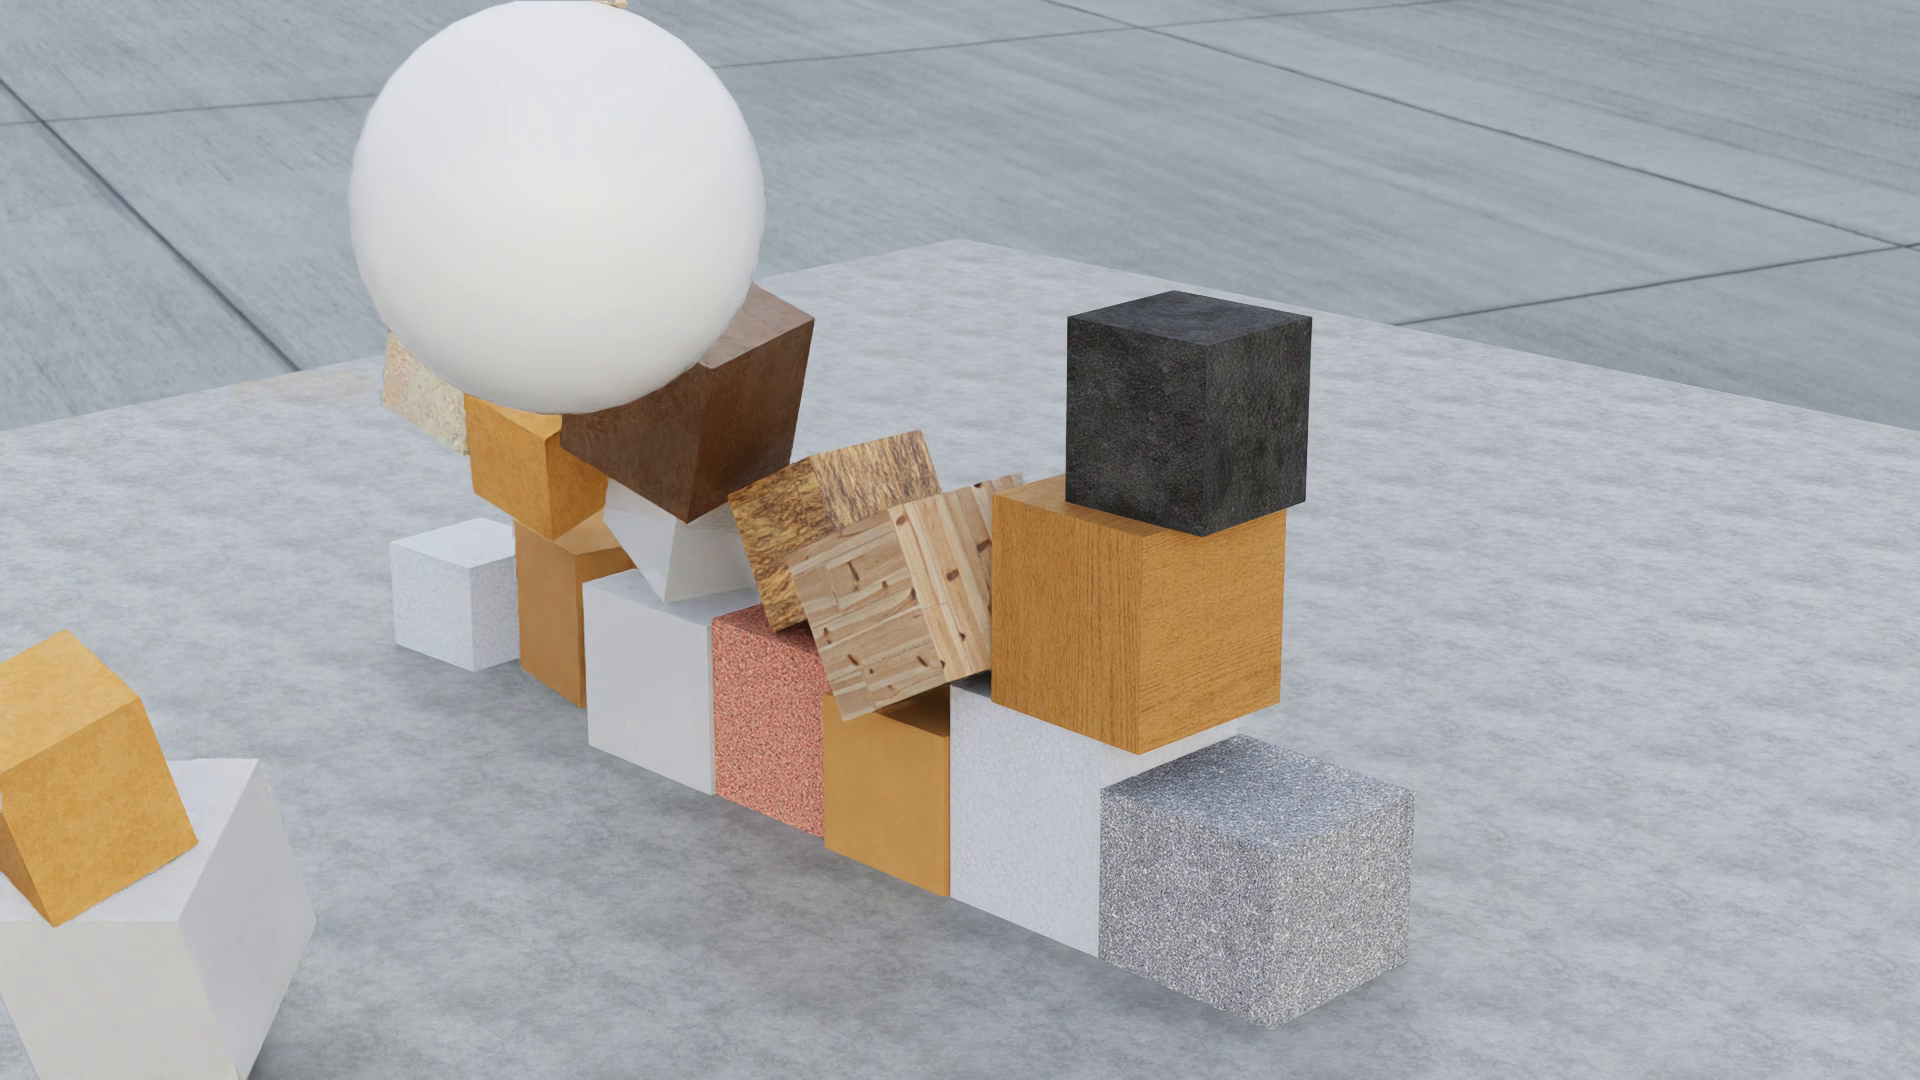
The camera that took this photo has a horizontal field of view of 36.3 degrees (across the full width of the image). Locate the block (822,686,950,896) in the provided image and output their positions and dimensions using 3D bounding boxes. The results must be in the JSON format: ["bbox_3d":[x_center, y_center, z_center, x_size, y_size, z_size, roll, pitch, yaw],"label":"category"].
[{"bbox_3d":[-0.029,1.062,13.681,0.917,0.771,0.794,-17,24,-42],"label":"block"}]

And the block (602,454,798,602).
[{"bbox_3d":[-1.289,-0.224,14.670,0.682,0.679,0.732,-10,40,-30],"label":"block"}]

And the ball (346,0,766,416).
[{"bbox_3d":[-1.550,-1.281,11.315,1.600,1.600,1.600,0,17,0],"label":"ball"}]

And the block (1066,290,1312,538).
[{"bbox_3d":[0.947,-0.541,12.203,0.736,0.795,0.692,16,23,41],"label":"block"}]

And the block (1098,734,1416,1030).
[{"bbox_3d":[1.257,1.430,12.485,0.919,0.785,0.954,-17,24,-42],"label":"block"}]

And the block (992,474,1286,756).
[{"bbox_3d":[0.761,0.253,12.574,0.899,0.943,0.871,-16,24,-41],"label":"block"}]

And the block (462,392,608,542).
[{"bbox_3d":[-2.035,-0.528,14.815,0.578,0.649,0.677,29,48,28],"label":"block"}]

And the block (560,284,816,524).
[{"bbox_3d":[-1.314,-0.754,14.049,0.829,0.864,0.759,30,38,25],"label":"block"}]

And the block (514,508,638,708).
[{"bbox_3d":[-1.866,0.326,15.884,0.813,0.852,0.738,-11,20,-31],"label":"block"}]

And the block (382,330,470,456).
[{"bbox_3d":[-2.448,-0.968,15.044,0.629,0.714,0.732,31,35,29],"label":"block"}]

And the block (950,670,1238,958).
[{"bbox_3d":[0.592,1.123,13.074,0.900,1.018,0.896,17,24,42],"label":"block"}]

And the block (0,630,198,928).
[{"bbox_3d":[-3.388,0.891,11.040,0.614,0.728,0.634,-32,41,-27],"label":"block"}]

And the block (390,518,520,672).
[{"bbox_3d":[-2.698,0.296,16.407,0.699,0.597,0.648,15,23,40],"label":"block"}]

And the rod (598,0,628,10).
[{"bbox_3d":[-0.672,-4.564,11.203,0.080,5.200,0.080,17,3,42],"label":"rod"}]

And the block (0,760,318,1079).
[{"bbox_3d":[-3.188,1.504,11.549,0.843,0.888,0.917,-1,36,11],"label":"block"}]

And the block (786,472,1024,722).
[{"bbox_3d":[-0.126,0.256,13.123,0.803,0.789,0.788,-16,-5,-40],"label":"block"}]

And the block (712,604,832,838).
[{"bbox_3d":[-0.602,0.814,14.233,0.846,0.912,0.831,17,24,42],"label":"block"}]

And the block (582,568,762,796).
[{"bbox_3d":[-1.263,0.644,14.840,0.843,0.872,0.960,-17,24,-42],"label":"block"}]

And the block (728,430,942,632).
[{"bbox_3d":[-0.537,-0.042,13.880,0.689,0.689,0.695,-15,-5,-40],"label":"block"}]
